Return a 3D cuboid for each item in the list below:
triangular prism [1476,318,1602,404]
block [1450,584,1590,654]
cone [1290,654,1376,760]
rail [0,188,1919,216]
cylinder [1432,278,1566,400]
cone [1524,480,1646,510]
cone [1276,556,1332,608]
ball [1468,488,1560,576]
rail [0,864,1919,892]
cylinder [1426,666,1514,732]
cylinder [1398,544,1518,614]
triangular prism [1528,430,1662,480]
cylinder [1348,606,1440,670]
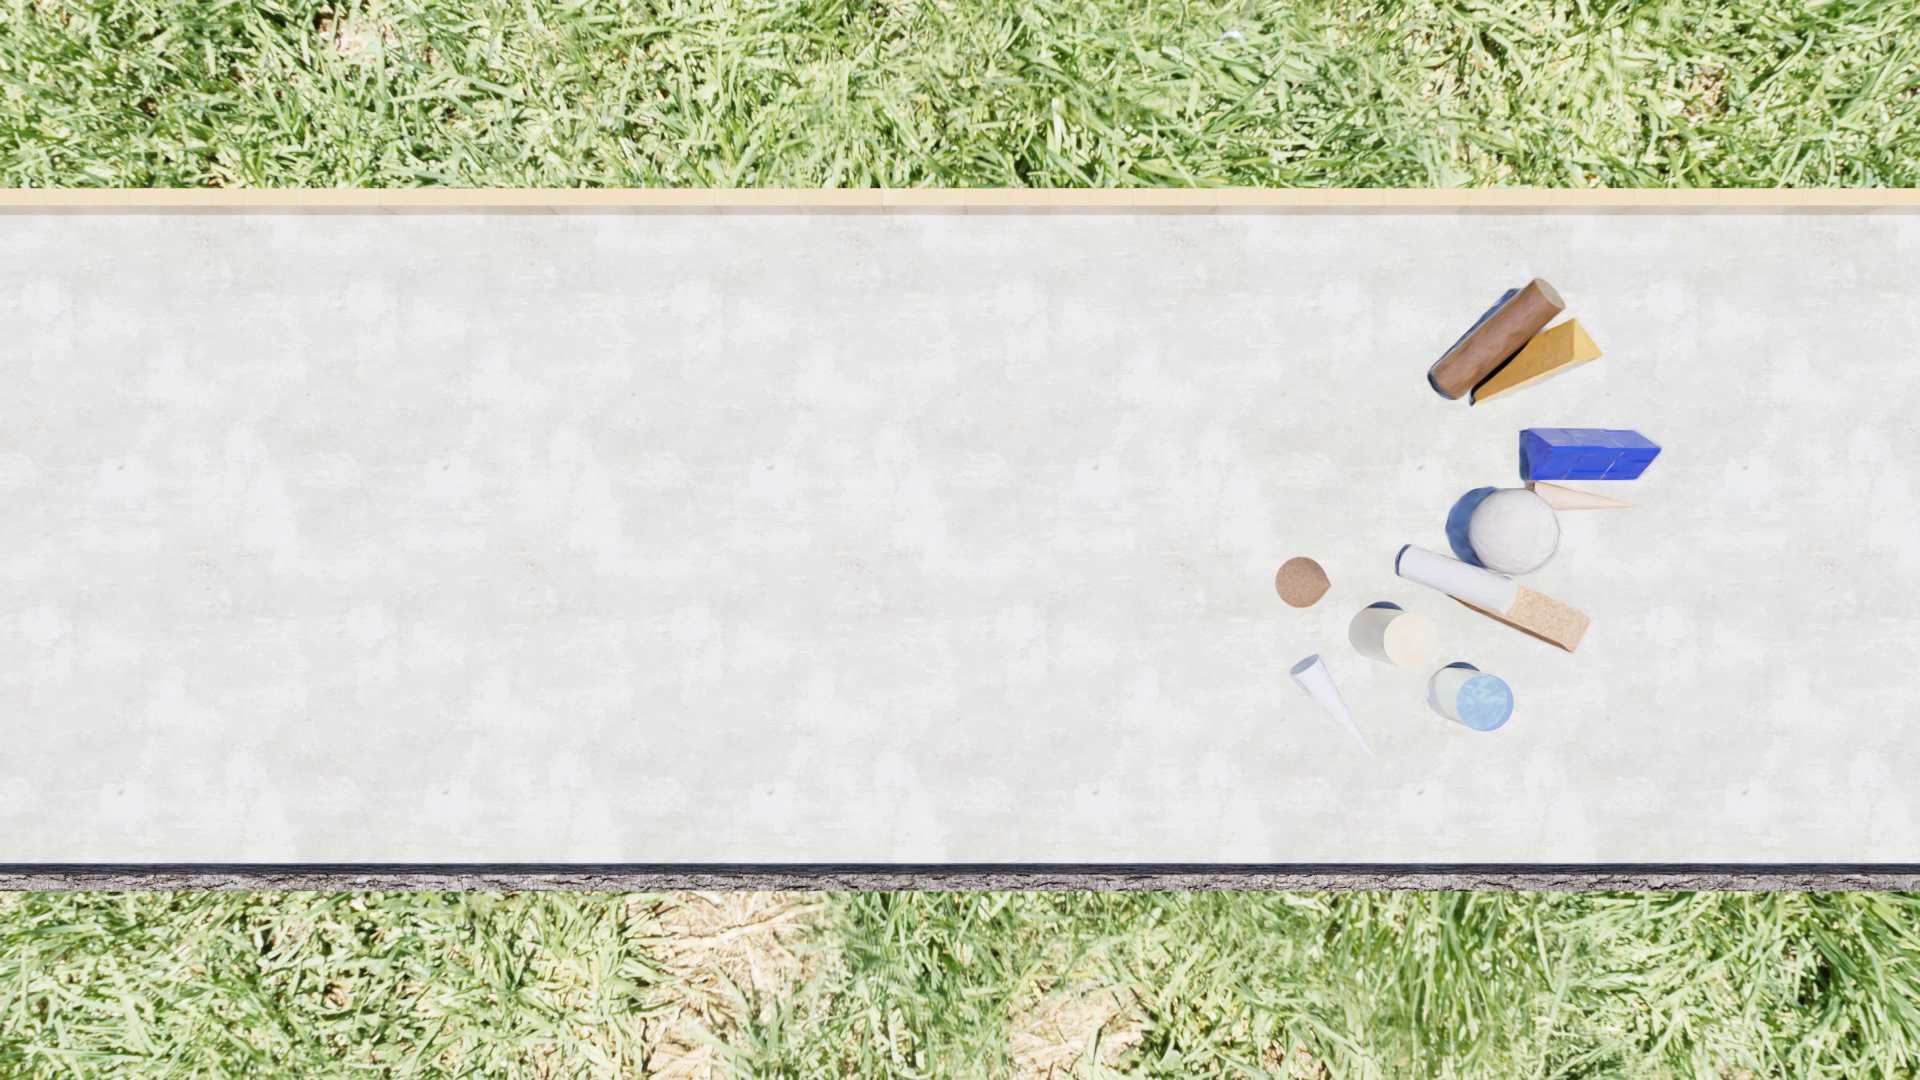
[{"bbox_3d":[1.697,-0.534,4.901,0.145,0.355,0.125,-12,81,-38],"label":"triangular prism"},{"bbox_3d":[1.665,0.201,4.907,0.374,0.112,0.112,28,90,43],"label":"block"},{"bbox_3d":[1.168,0.532,5.051,0.104,0.104,0.389,-38,98,0],"label":"cone"},{"bbox_3d":[-2.247,-1.025,5.002,12.000,0.150,0.050,0,90,0],"label":"rail"},{"bbox_3d":[1.598,-0.597,4.908,0.126,0.126,0.408,44,125,0],"label":"cylinder"},{"bbox_3d":[1.919,-0.117,5.039,0.373,0.100,0.100,5,90,-4],"label":"cone"},{"bbox_3d":[1.049,0.130,4.861,0.159,0.430,0.159,0,90,0],"label":"cone"},{"bbox_3d":[1.601,-0.024,4.771,0.255,0.255,0.255,0,90,0],"label":"ball"},{"bbox_3d":[-2.247,1.025,5.001,12.000,0.150,0.050,0,90,0],"label":"rail"},{"bbox_3d":[1.518,0.471,4.922,0.167,0.309,0.167,0,90,0],"label":"cylinder"},{"bbox_3d":[1.487,0.115,4.930,0.332,0.107,0.107,23,90,40],"label":"cylinder"},{"bbox_3d":[1.907,-0.265,4.952,0.363,0.133,0.154,0,85,-14],"label":"triangular prism"},{"bbox_3d":[1.276,0.285,4.867,0.160,0.419,0.160,0,90,0],"label":"cylinder"}]
